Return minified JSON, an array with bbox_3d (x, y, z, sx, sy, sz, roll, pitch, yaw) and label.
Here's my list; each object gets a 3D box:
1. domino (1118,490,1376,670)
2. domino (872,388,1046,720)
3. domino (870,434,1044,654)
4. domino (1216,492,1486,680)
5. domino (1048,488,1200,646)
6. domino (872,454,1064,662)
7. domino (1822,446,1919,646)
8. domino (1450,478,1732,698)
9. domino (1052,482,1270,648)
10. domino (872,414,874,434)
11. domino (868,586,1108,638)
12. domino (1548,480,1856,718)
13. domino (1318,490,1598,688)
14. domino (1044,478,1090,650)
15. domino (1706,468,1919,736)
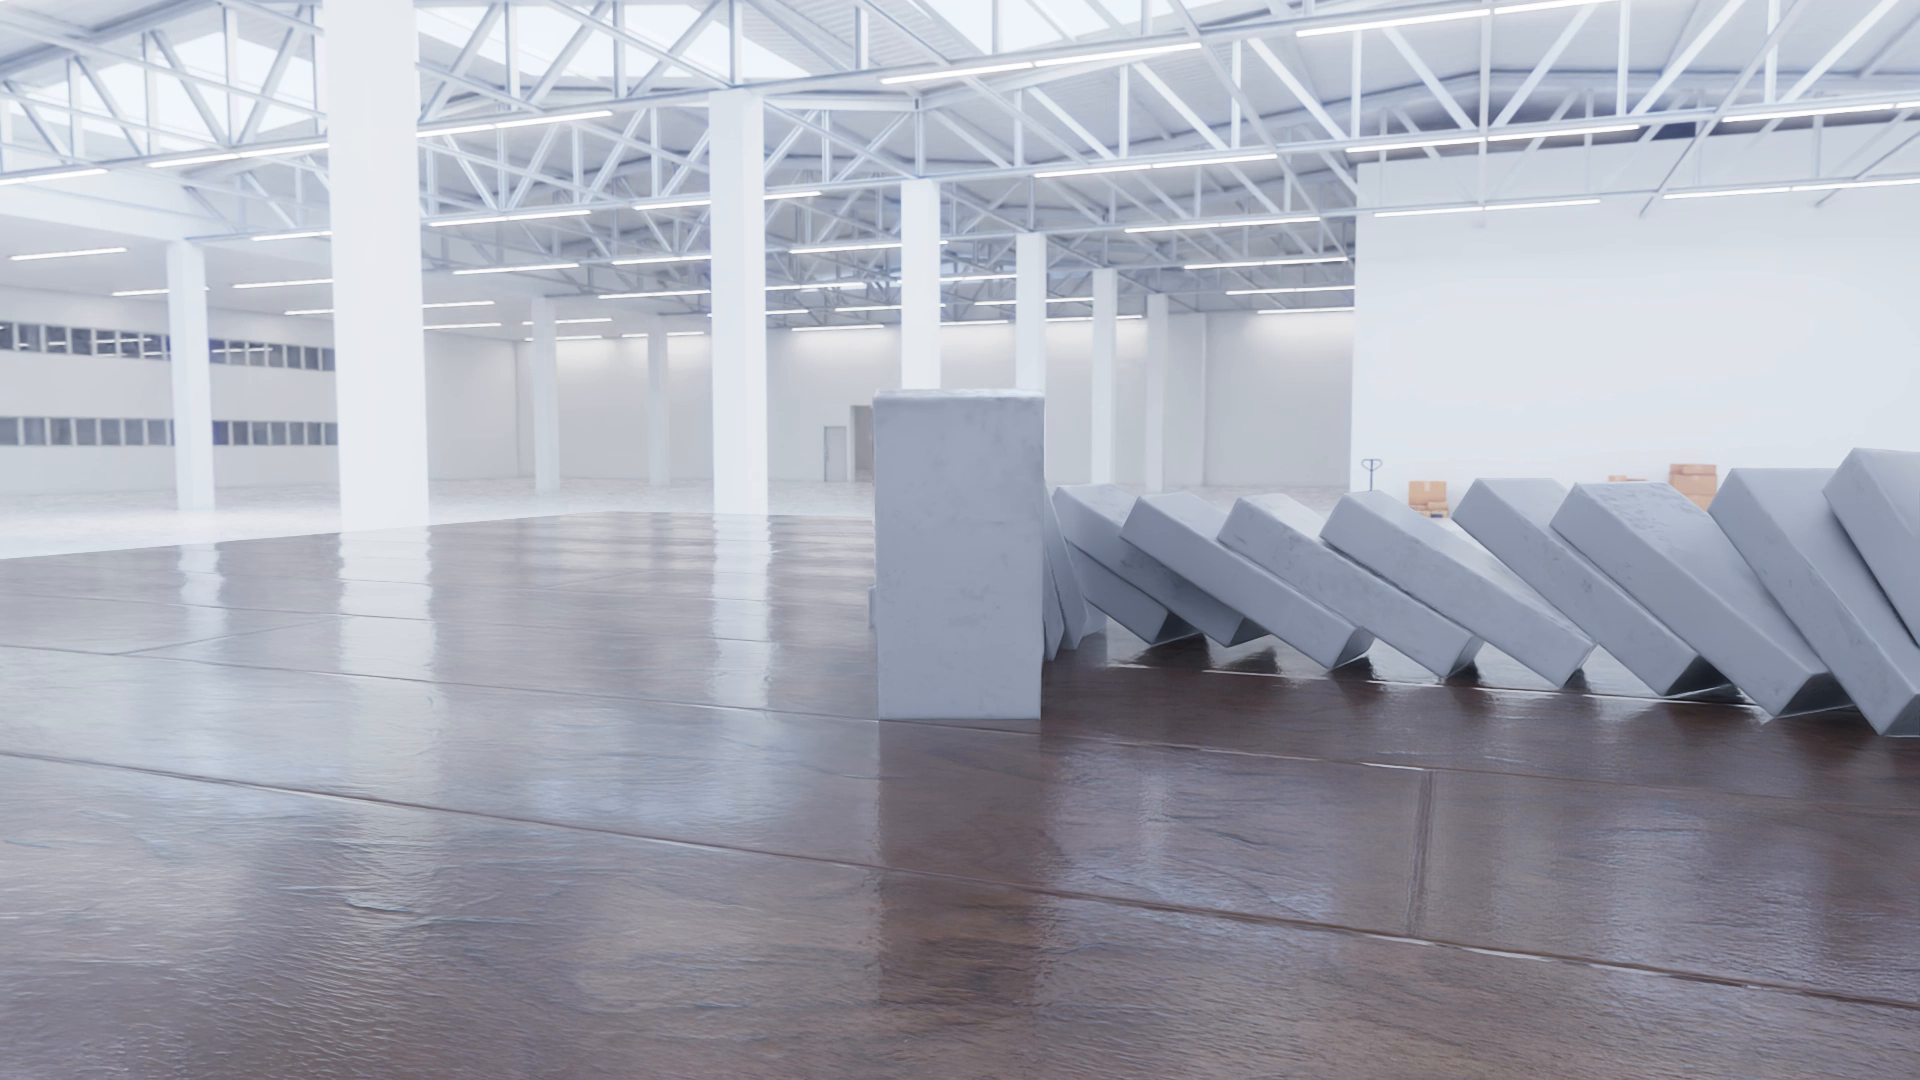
[{"bbox_3d":[0.060,0.007,0.260,0.050,0.009,0.025,34,22,26],"label":"domino"},{"bbox_3d":[0.000,0.002,0.197,0.025,0.050,0.009,0,14,1],"label":"domino"},{"bbox_3d":[0.001,0.001,0.227,0.025,0.050,0.010,1,33,11],"label":"domino"},{"bbox_3d":[0.078,0.008,0.252,0.050,0.010,0.025,35,21,26],"label":"domino"},{"bbox_3d":[0.031,0.005,0.290,0.050,0.009,0.025,35,22,29],"label":"domino"},{"bbox_3d":[0.003,0.001,0.244,0.025,0.050,0.010,2,41,22],"label":"domino"},{"bbox_3d":[0.152,0.007,0.189,0.025,0.009,0.050,4,46,-2],"label":"domino"},{"bbox_3d":[0.117,0.007,0.234,0.025,0.010,0.050,-2,38,-34],"label":"domino"},{"bbox_3d":[0.044,0.004,0.278,0.050,0.009,0.025,35,22,28],"label":"domino"},{"bbox_3d":[0.000,0.002,0.211,0.025,0.050,0.010,0,25,4],"label":"domino"},{"bbox_3d":[0.007,0.016,0.298,0.050,0.010,0.025,2,5,23],"label":"domino"},{"bbox_3d":[0.129,0.008,0.219,0.025,0.009,0.050,-2,39,-27],"label":"domino"},{"bbox_3d":[0.095,0.008,0.243,0.050,0.010,0.025,36,22,26],"label":"domino"},{"bbox_3d":[0.007,0.001,0.258,0.025,0.050,0.010,2,44,27],"label":"domino"},{"bbox_3d":[0.144,0.008,0.203,0.025,0.009,0.050,0,42,-6],"label":"domino"}]
